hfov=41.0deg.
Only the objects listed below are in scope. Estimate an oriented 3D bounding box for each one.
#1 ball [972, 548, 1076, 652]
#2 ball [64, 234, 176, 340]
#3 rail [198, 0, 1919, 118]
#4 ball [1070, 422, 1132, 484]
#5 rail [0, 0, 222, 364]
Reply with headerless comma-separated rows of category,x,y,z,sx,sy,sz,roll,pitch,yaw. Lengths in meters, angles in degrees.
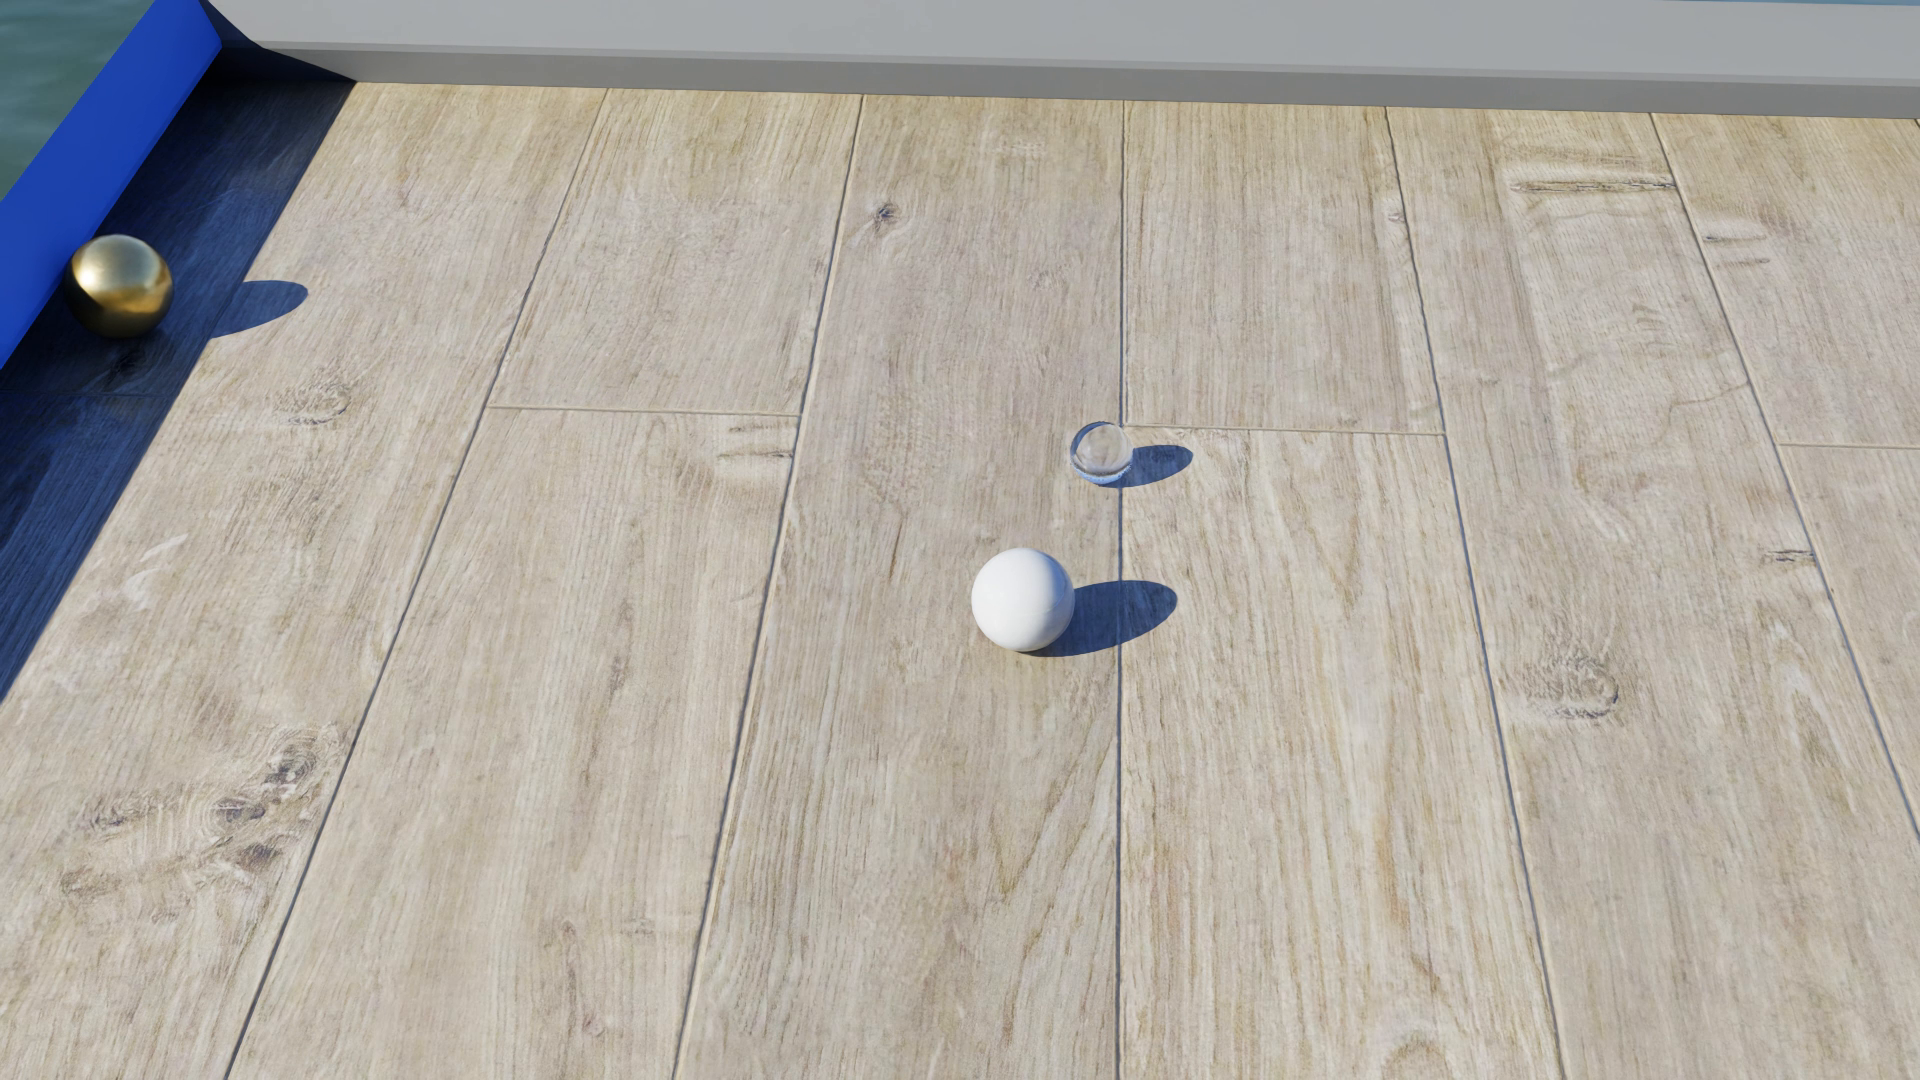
ball,0.043,0.041,1.749,0.071,0.071,0.071,0,35,0
ball,-0.683,-0.206,2.084,0.086,0.086,0.086,0,35,0
rail,0.829,-0.436,2.386,3.154,0.112,0.045,2,35,3
ball,0.106,-0.065,1.920,0.047,0.047,0.047,0,35,0
rail,-0.764,-0.043,1.830,0.045,0.112,1.580,2,35,3
